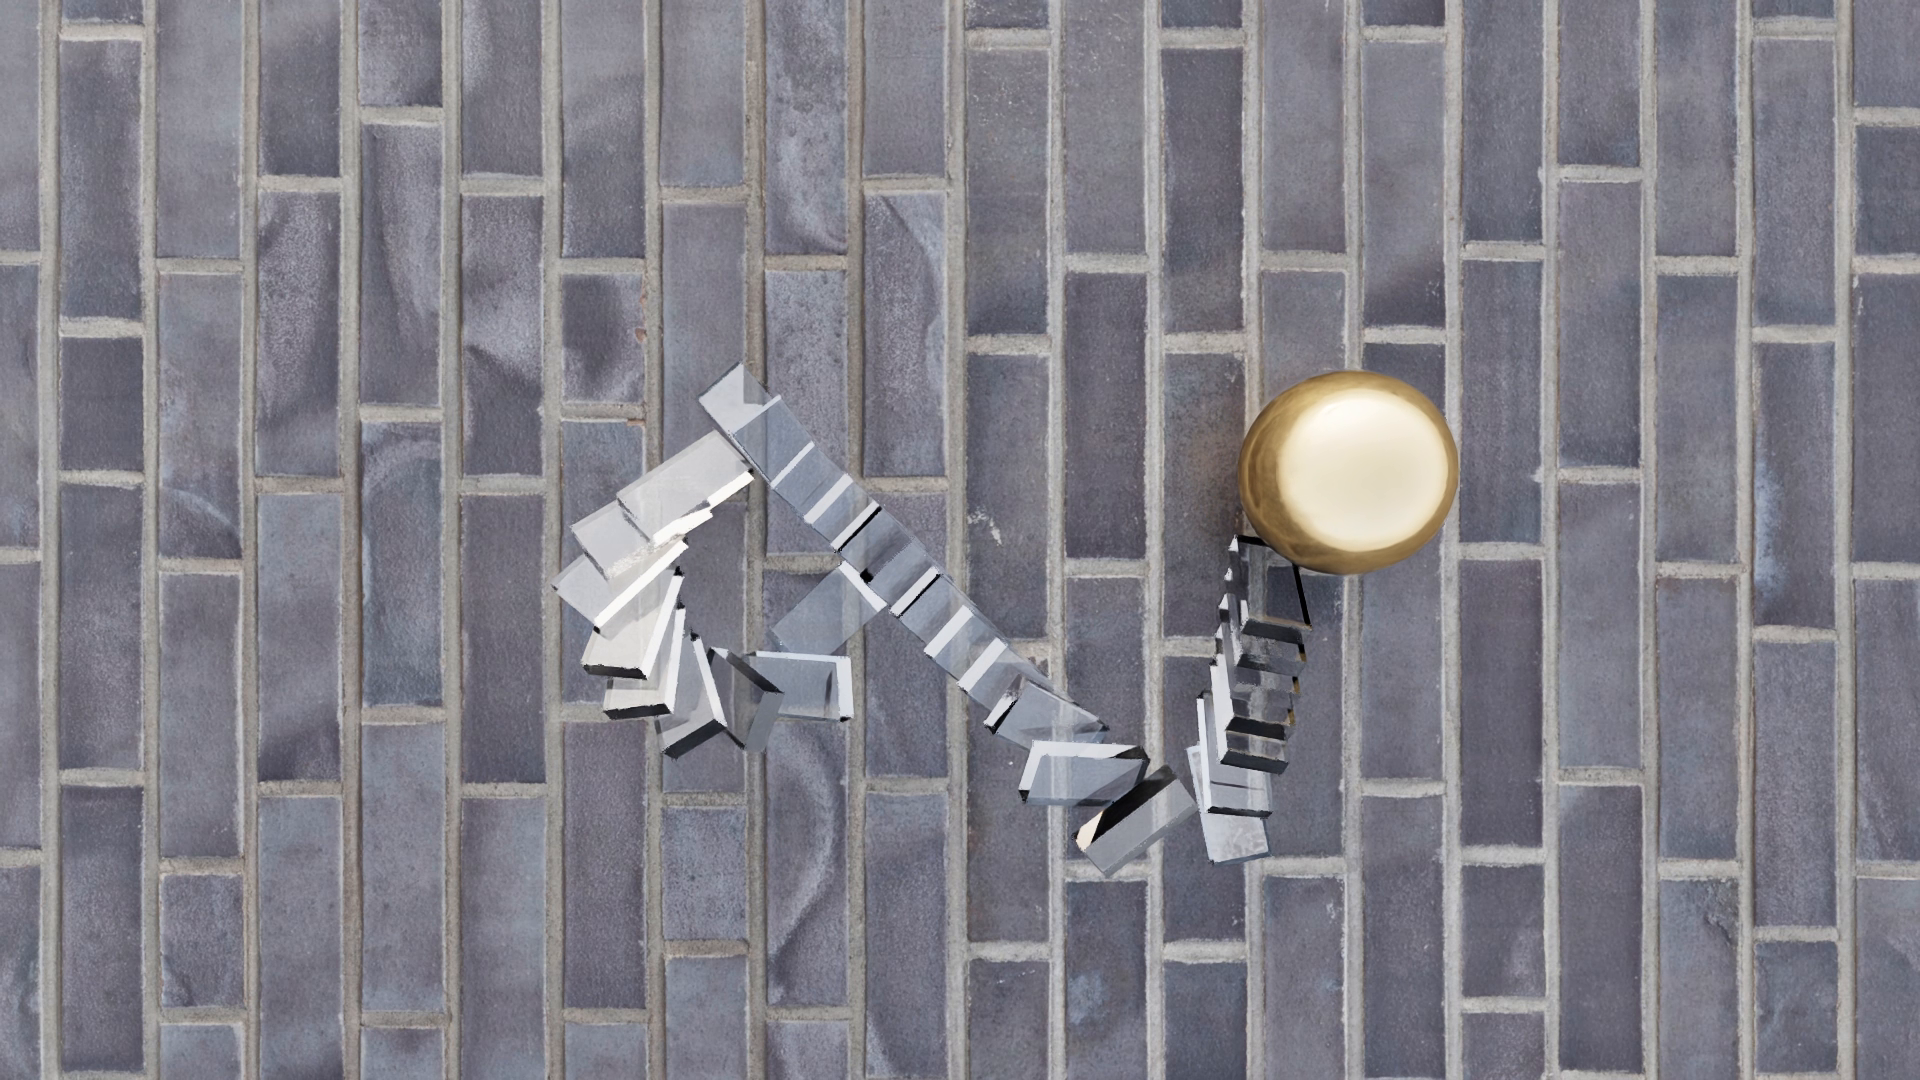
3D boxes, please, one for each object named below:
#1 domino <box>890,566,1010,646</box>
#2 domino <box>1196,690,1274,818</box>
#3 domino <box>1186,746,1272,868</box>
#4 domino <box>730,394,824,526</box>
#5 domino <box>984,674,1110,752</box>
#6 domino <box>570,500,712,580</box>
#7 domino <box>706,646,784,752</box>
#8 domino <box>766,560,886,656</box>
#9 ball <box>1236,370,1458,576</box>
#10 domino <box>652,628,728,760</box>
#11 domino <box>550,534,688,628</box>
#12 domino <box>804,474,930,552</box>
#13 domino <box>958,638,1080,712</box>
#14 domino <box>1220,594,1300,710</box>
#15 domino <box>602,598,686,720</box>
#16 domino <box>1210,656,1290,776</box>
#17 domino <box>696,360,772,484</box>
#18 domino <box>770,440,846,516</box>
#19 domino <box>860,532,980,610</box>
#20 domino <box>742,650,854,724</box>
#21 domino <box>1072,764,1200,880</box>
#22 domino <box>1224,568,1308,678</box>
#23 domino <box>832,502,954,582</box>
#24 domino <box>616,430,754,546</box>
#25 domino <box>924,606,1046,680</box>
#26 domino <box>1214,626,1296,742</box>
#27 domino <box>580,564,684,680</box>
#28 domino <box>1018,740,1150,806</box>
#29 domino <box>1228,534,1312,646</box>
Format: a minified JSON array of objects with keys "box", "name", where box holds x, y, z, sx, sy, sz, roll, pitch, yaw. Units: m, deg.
[{"box":[-0.003,0.036,0.382,0.025,0.009,0.050,-45,123,-1],"name":"domino"},{"box":[0.114,0.089,0.382,0.025,0.009,0.050,5,57,0],"name":"domino"},{"box":[0.116,0.113,0.395,0.025,0.009,0.050,-12,90,0],"name":"domino"},{"box":[-0.070,-0.033,0.385,0.025,0.010,0.050,-37,114,-2],"name":"domino"},{"box":[0.037,0.078,0.383,0.050,0.010,0.025,32,94,-30],"name":"domino"},{"box":[-0.132,-0.008,0.382,0.050,0.010,0.025,-36,73,-24],"name":"domino"},{"box":[-0.093,0.065,0.378,0.010,0.050,0.025,18,93,-42],"name":"domino"},{"box":[-0.057,0.033,0.385,0.050,0.010,0.025,-41,90,26],"name":"domino"},{"box":[0.151,-0.026,0.360,0.080,0.080,0.080,0,90,0],"name":"ball"},{"box":[-0.116,0.063,0.380,0.025,0.010,0.050,-31,51,0],"name":"domino"},{"box":[-0.141,0.010,0.382,0.025,0.009,0.050,36,63,11],"name":"domino"},{"box":[-0.038,-0.002,0.382,0.025,0.010,0.050,-46,125,0],"name":"domino"},{"box":[0.025,0.065,0.383,0.050,0.010,0.025,40,90,-31],"name":"domino"},{"box":[0.123,0.045,0.378,0.025,0.050,0.009,10,132,0],"name":"domino"},{"box":[-0.130,0.049,0.381,0.025,0.009,0.050,-7,53,2],"name":"domino"},{"box":[0.119,0.071,0.379,0.025,0.050,0.010,10,134,0],"name":"domino"},{"box":[-0.087,-0.050,0.395,0.025,0.010,0.050,-41,90,0],"name":"domino"},{"box":[-0.052,-0.015,0.385,0.025,0.009,0.050,-46,114,0],"name":"domino"},{"box":[-0.016,0.022,0.382,0.025,0.010,0.050,-45,125,-1],"name":"domino"},{"box":[-0.068,0.061,0.383,0.050,0.009,0.025,0,95,29],"name":"domino"},{"box":[0.075,0.120,0.389,0.050,0.009,0.025,-37,123,0],"name":"domino"},{"box":[0.125,0.032,0.378,0.025,0.050,0.010,10,132,0],"name":"domino"},{"box":[-0.027,0.009,0.381,0.025,0.010,0.050,-45,125,-1],"name":"domino"},{"box":[-0.114,-0.022,0.382,0.025,0.010,0.050,44,64,14],"name":"domino"},{"box":[0.011,0.052,0.383,0.025,0.009,0.050,-48,121,0],"name":"domino"},{"box":[0.121,0.058,0.378,0.025,0.050,0.010,10,132,0],"name":"domino"},{"box":[-0.135,0.032,0.381,0.025,0.010,0.050,4,55,5],"name":"domino"},{"box":[0.052,0.098,0.383,0.050,0.010,0.025,7,113,-19],"name":"domino"},{"box":[0.127,0.020,0.378,0.025,0.050,0.009,10,132,0],"name":"domino"}]
